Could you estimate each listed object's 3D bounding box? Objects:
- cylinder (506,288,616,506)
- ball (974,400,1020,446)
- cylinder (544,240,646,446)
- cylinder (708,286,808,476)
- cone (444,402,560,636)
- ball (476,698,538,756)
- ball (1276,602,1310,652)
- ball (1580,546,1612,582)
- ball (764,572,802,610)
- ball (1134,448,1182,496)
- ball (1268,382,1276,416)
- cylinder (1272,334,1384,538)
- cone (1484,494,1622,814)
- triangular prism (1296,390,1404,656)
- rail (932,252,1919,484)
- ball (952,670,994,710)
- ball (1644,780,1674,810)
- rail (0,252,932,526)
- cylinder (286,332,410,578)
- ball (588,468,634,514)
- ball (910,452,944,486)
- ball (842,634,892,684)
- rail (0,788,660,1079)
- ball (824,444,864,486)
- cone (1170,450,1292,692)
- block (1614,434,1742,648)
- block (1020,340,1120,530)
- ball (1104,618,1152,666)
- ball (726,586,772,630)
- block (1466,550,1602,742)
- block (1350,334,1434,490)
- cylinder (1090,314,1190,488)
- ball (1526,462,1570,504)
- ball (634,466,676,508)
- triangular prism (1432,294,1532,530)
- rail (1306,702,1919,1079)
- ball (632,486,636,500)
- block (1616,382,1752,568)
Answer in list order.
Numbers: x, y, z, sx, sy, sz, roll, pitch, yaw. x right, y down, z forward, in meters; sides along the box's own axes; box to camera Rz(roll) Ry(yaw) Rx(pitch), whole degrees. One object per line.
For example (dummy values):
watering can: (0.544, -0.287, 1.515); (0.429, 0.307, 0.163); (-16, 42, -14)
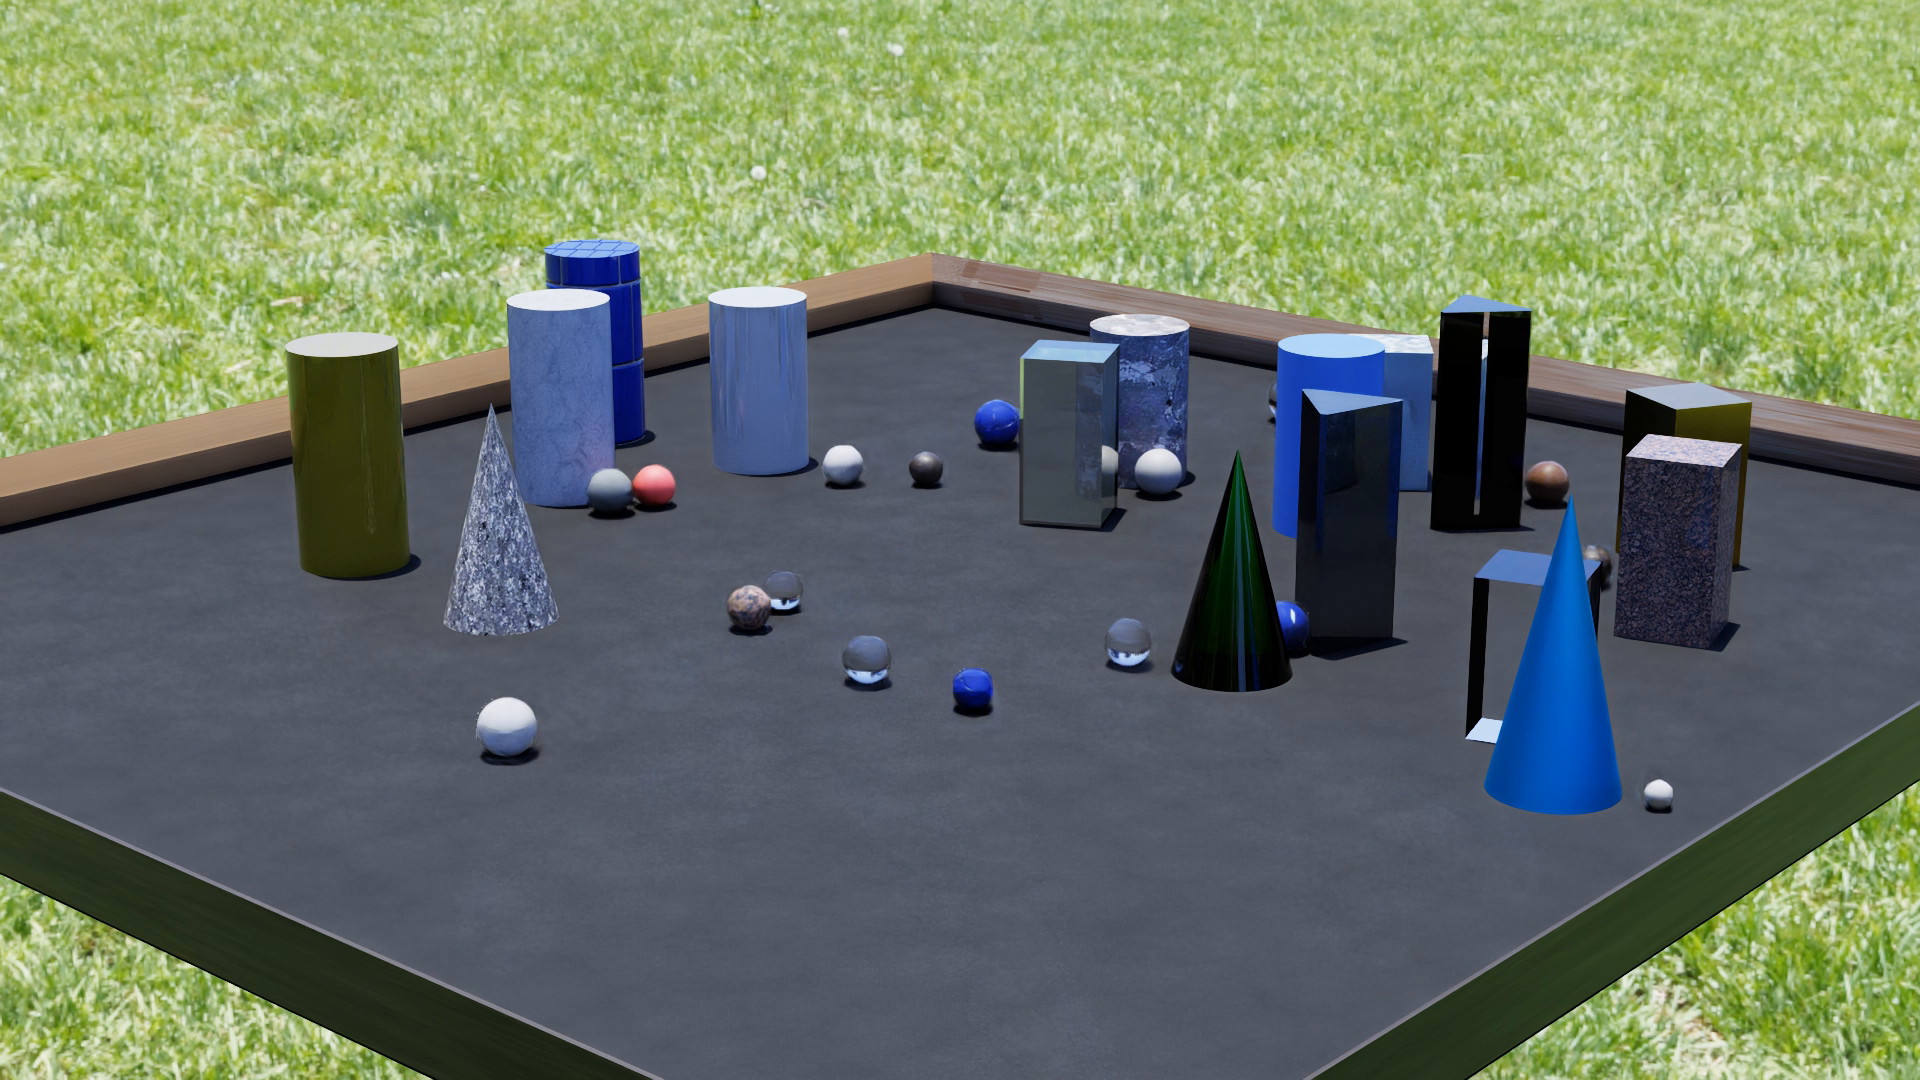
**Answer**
cylinder: (-0.774, -0.278, 5.706); (0.197, 0.387, 0.197); (0, 17, 0)
ball: (0.077, -0.242, 6.088); (0.097, 0.097, 0.097); (0, 17, 0)
cylinder: (-0.762, -0.413, 6.129); (0.197, 0.399, 0.197); (0, 17, 0)
cylinder: (-0.407, -0.323, 5.929); (0.197, 0.344, 0.197); (0, 17, 0)
cone: (-0.784, -0.049, 4.958); (0.197, 0.380, 0.197); (0, 17, 0)
ball: (-0.676, 0.279, 4.373); (0.089, 0.089, 0.089); (0, 17, 0)
ball: (0.534, 0.143, 4.834); (0.083, 0.083, 0.083); (0, 17, 0)
ball: (1.116, 0.045, 5.179); (0.070, 0.070, 0.070); (0, 17, 0)
ball: (-0.305, 0.087, 5.046); (0.068, 0.068, 0.068); (0, 17, 0)
ball: (0.388, -0.133, 5.733); (0.092, 0.092, 0.092); (0, 17, 0)
ball: (0.710, -0.304, 6.288); (0.099, 0.099, 0.099); (0, 17, 0)
cylinder: (0.688, -0.192, 5.482); (0.197, 0.351, 0.197); (0, 17, 0)
cone: (0.860, 0.147, 4.189); (0.197, 0.447, 0.197); (0, 17, 0)
triangular prism: (0.612, -0.037, 4.864); (0.171, 0.410, 0.148); (-11, 20, -32)
rail: (1.153, -0.351, 6.391); (3.287, 0.128, 0.045); (14, 22, 39)
ball: (0.020, 0.233, 4.566); (0.065, 0.065, 0.065); (0, 17, 0)
ball: (0.995, 0.363, 4.176); (0.042, 0.042, 0.042); (0, 17, 0)
rail: (-1.223, -0.274, 6.137); (0.045, 0.128, 3.564); (14, 22, 39)
cylinder: (-1.098, -0.155, 5.266); (0.197, 0.403, 0.197); (0, 17, 0)
ball: (-0.669, -0.093, 5.609); (0.087, 0.087, 0.087); (0, 17, 0)
ball: (-0.067, -0.141, 5.804); (0.067, 0.067, 0.067); (0, 17, 0)
ball: (-0.148, 0.190, 4.683); (0.079, 0.079, 0.079); (0, 17, 0)
rail: (-1.153, 0.415, 3.849); (3.287, 0.128, 0.045); (14, 22, 39)
ball: (-0.231, -0.149, 5.808); (0.080, 0.080, 0.080); (0, 17, 0)
cone: (0.440, 0.033, 4.692); (0.197, 0.375, 0.197); (0, 17, 0)
block: (1.202, 0.000, 4.910); (0.158, 0.312, 0.158); (8, 18, 24)
block: (0.208, -0.201, 5.560); (0.158, 0.323, 0.158); (4, 17, 14)
ball: (0.273, 0.166, 4.766); (0.078, 0.078, 0.078); (0, 17, 0)
ball: (-0.355, 0.114, 4.942); (0.075, 0.075, 0.075); (0, 17, 0)
block: (0.872, 0.167, 4.453); (0.158, 0.257, 0.158); (7, 18, 23)
block: (0.847, -0.255, 5.816); (0.158, 0.277, 0.158); (1, 17, 4)
cylinder: (0.355, -0.278, 5.840); (0.197, 0.308, 0.197); (0, 17, 0)
ball: (1.137, -0.110, 5.672); (0.085, 0.085, 0.085); (0, 17, 0)
ball: (-0.590, -0.104, 5.657); (0.081, 0.081, 0.081); (0, 17, 0)
triangular prism: (0.964, -0.243, 5.535); (0.171, 0.418, 0.148); (-2, 17, -6)
rail: (1.223, 0.339, 4.103); (0.045, 0.128, 3.564); (14, 22, 39)
ball: (-0.650, -0.092, 5.686); (0.041, 0.041, 0.041); (0, 17, 0)
block: (1.304, -0.111, 5.289); (0.158, 0.307, 0.158); (-6, 18, -20)
